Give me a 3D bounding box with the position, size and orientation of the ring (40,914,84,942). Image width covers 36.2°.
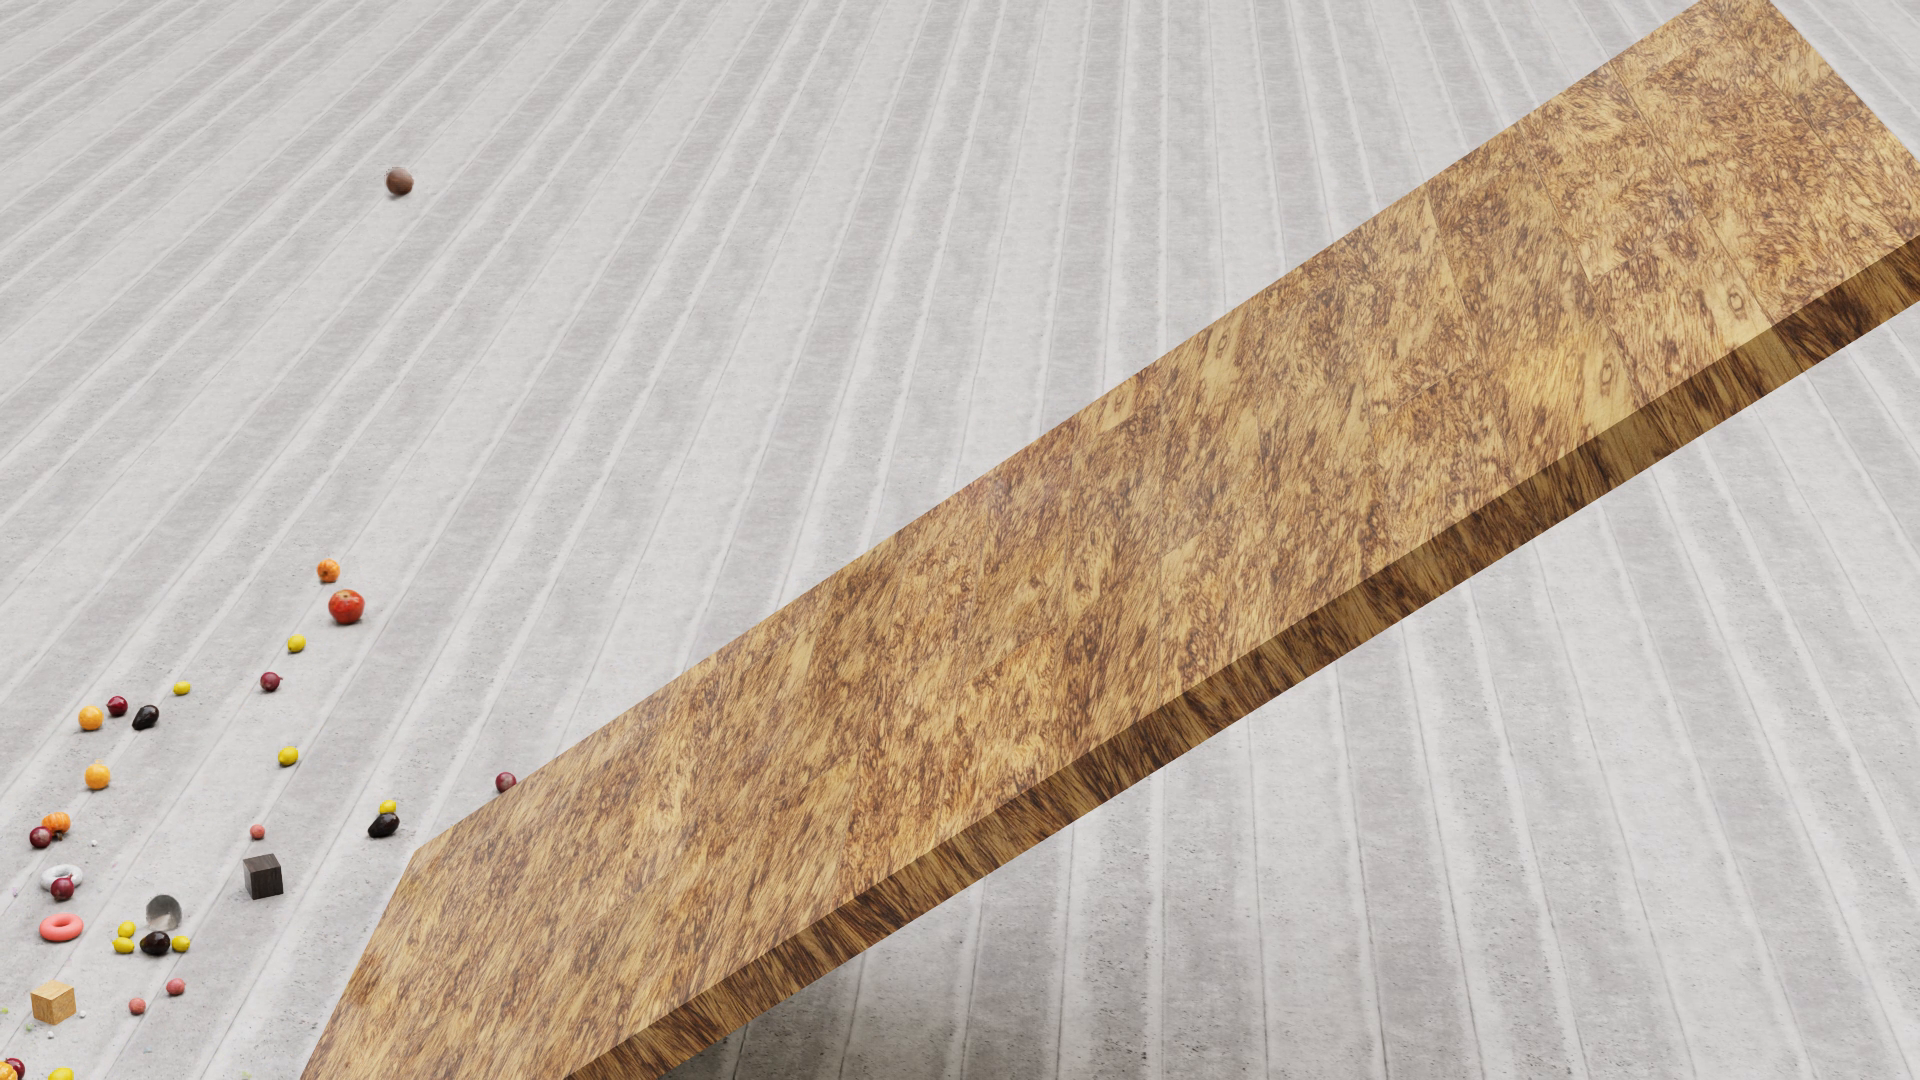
[{"bbox_3d":[-2.297,0.990,7.518,0.110,0.037,0.110,1,22,0],"label":"ring"}]

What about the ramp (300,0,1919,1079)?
[{"bbox_3d":[0.133,0.176,6.313,4.000,0.100,2.000,-33,16,16],"label":"ramp"}]

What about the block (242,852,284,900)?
[{"bbox_3d":[-1.829,0.883,7.720,0.081,0.081,0.081,-11,24,-24],"label":"block"}]

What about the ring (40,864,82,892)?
[{"bbox_3d":[-2.371,0.891,7.761,0.110,0.037,0.110,-1,22,1],"label":"ring"}]

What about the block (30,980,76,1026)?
[{"bbox_3d":[-2.200,1.123,7.140,0.072,0.072,0.072,12,25,28],"label":"block"}]
